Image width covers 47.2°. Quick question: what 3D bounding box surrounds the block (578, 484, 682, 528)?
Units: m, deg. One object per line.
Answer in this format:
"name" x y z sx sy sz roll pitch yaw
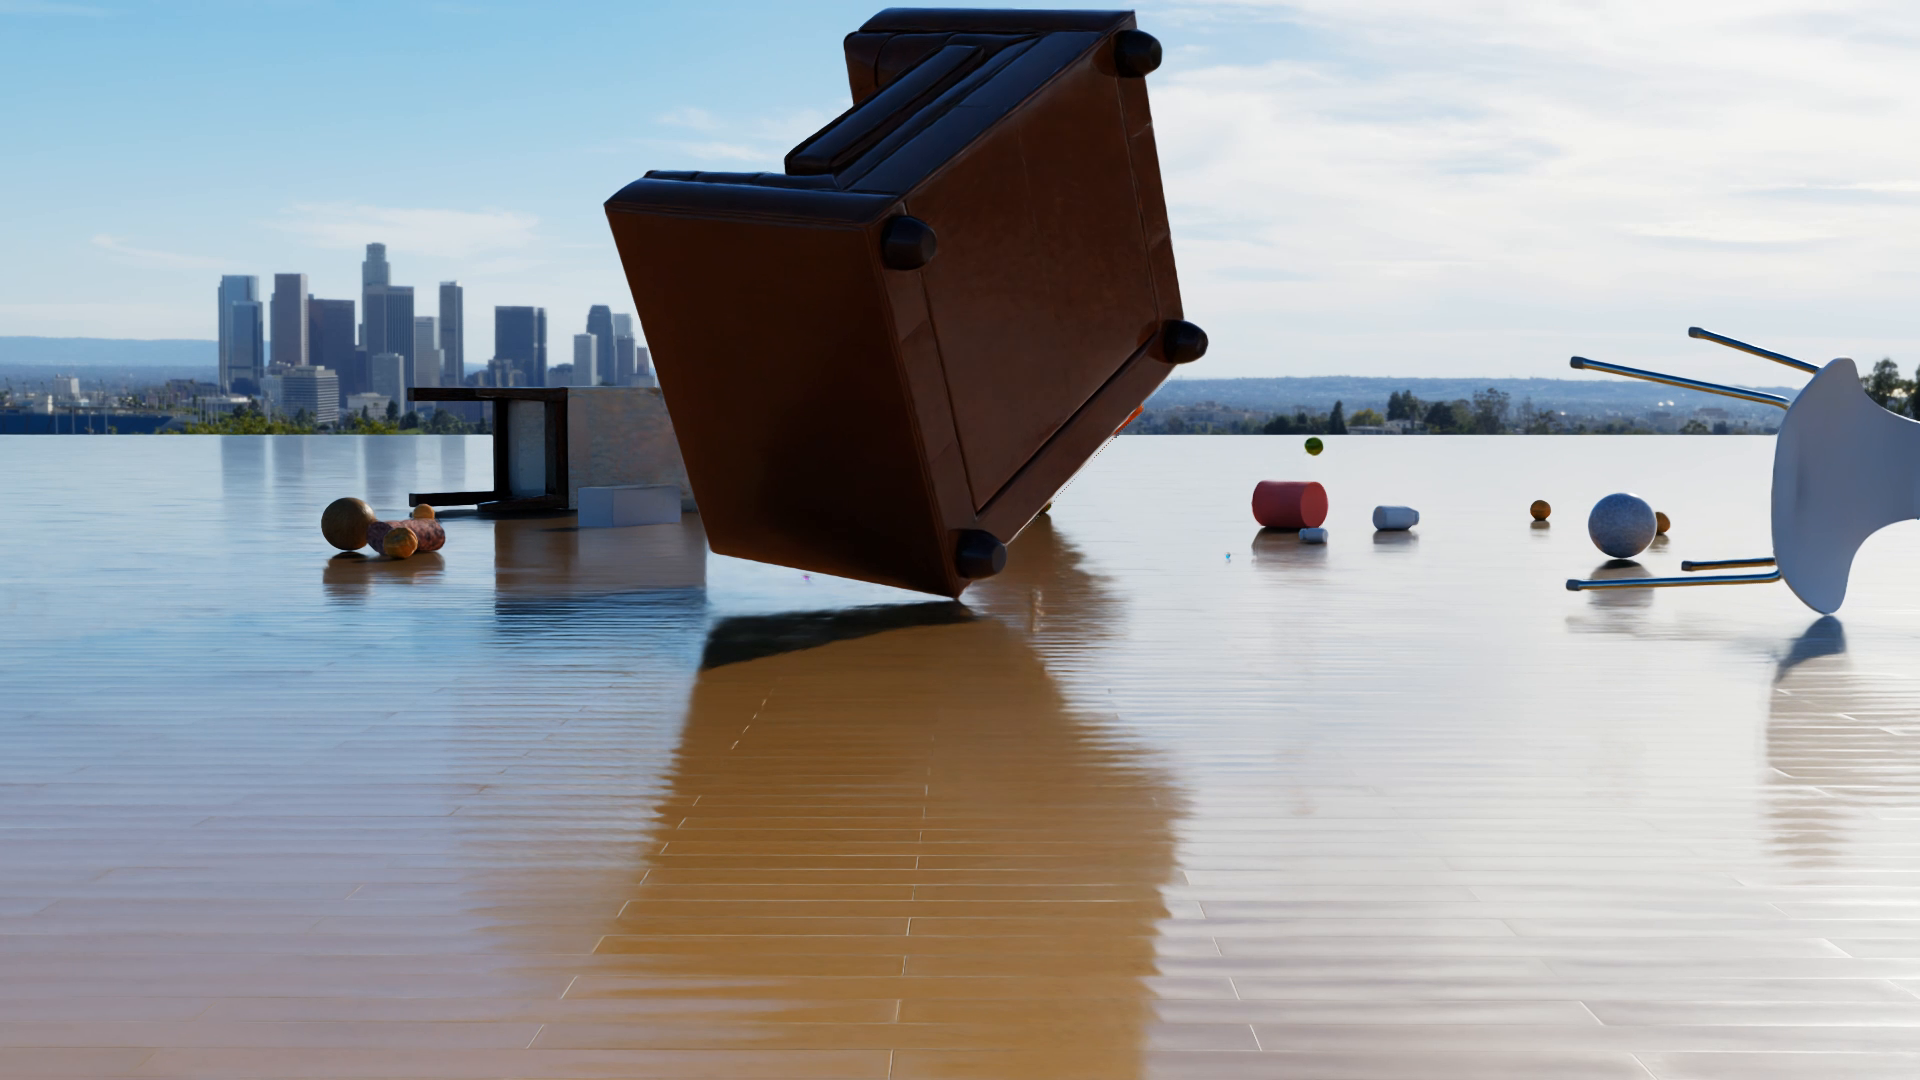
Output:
"block" -1.095 -0.115 7.305 0.152 0.126 0.340 3 5 33

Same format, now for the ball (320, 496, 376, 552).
"ball" -1.694 -0.044 6.098 0.150 0.150 0.150 0 4 0

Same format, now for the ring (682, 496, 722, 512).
"ring" -0.987 -0.130 8.071 0.226 0.052 0.131 -1 5 -3

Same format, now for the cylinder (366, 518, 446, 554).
"cylinder" -1.525 -0.011 6.049 0.138 0.088 0.163 12 11 36

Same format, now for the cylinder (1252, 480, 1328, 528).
"cylinder" 1.070 -0.117 7.131 0.190 0.152 0.158 4 -19 44

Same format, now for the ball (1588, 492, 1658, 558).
"ball" 1.756 -0.039 5.829 0.177 0.177 0.177 0 4 0
